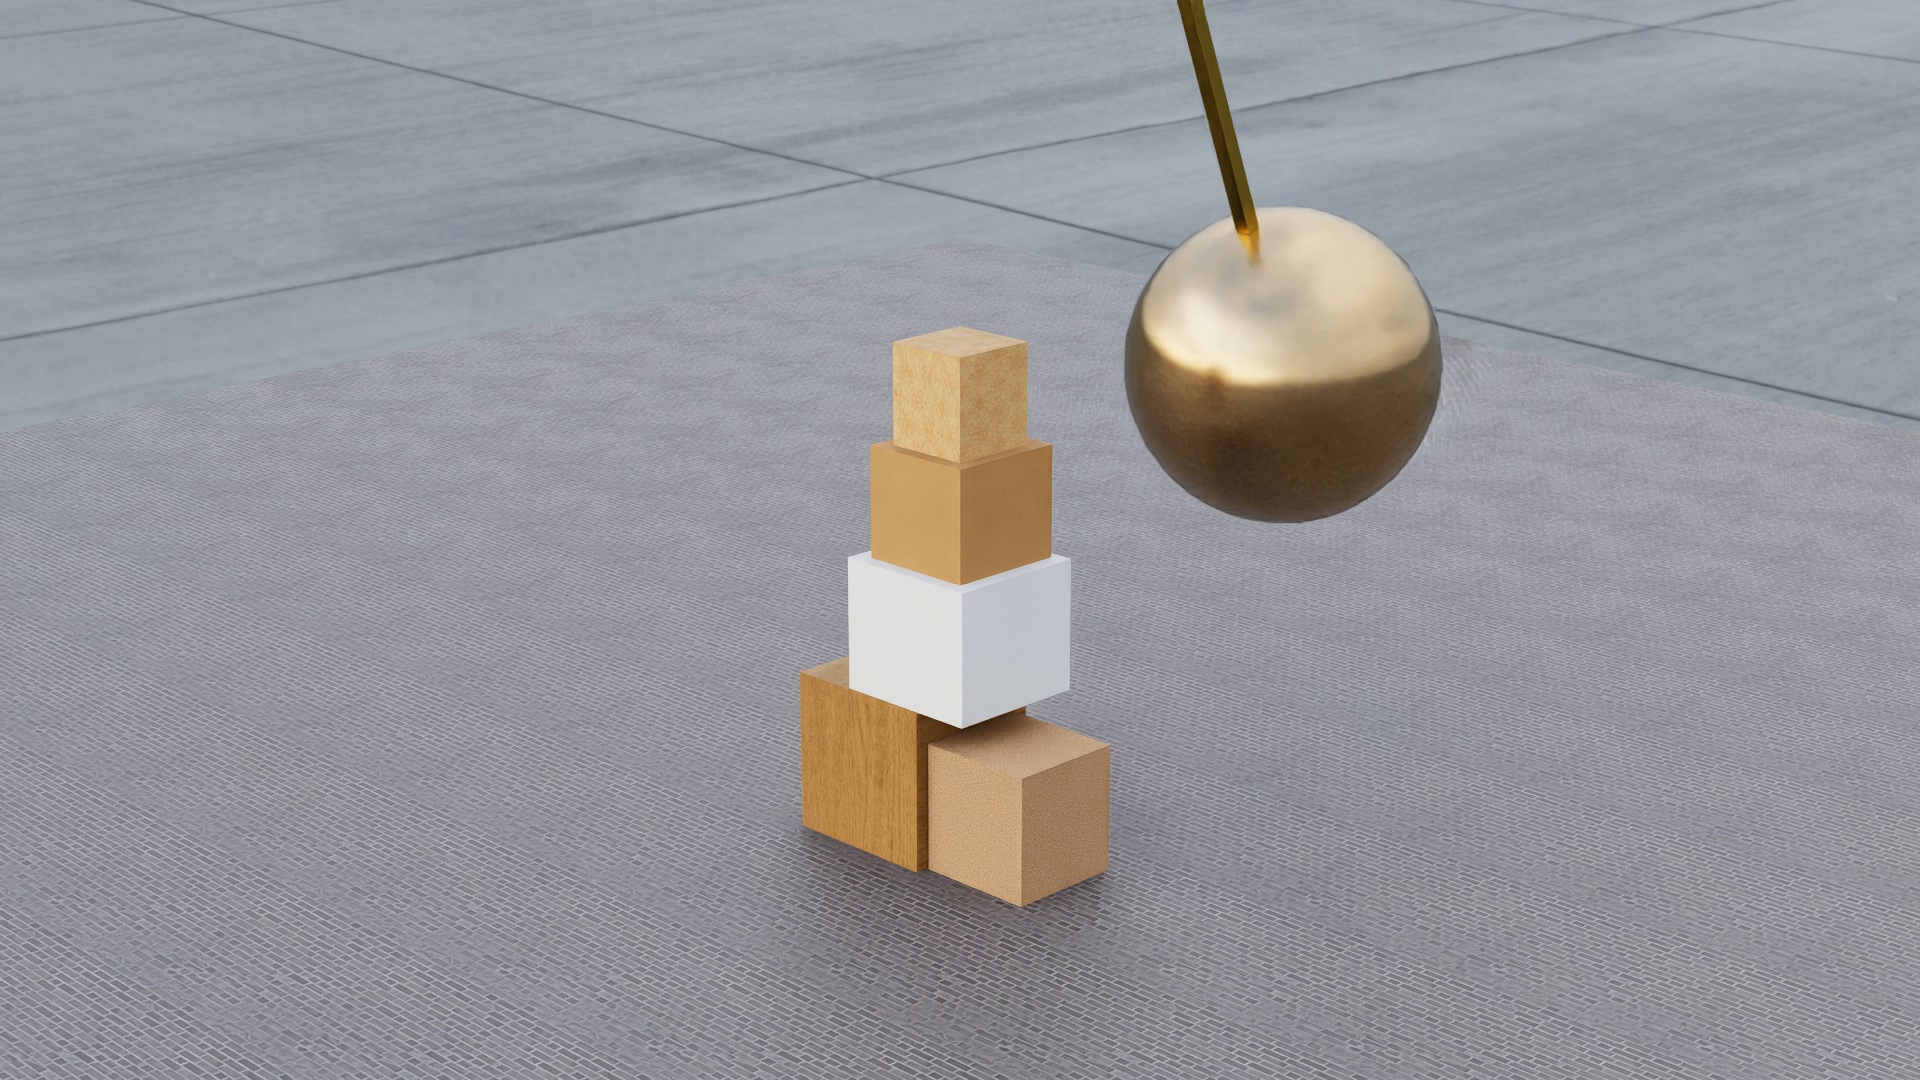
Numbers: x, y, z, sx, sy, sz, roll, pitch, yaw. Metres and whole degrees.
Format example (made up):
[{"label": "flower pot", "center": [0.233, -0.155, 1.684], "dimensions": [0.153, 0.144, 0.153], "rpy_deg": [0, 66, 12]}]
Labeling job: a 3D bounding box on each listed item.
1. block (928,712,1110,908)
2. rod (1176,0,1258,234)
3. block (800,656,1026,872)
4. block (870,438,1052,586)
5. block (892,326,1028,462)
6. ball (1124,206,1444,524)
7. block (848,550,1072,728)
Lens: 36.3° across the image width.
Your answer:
[{"label": "block", "center": [0.269, 1.224, 13.420], "dimensions": [0.579, 0.618, 0.592], "rpy_deg": [-17, 24, -42]}, {"label": "rod", "center": [0.703, -3.601, 12.947], "dimensions": [0.080, 5.200, 0.080], "rpy_deg": [17, 46, 42]}, {"label": "block", "center": [-0.222, 0.998, 13.869], "dimensions": [0.716, 0.779, 0.784], "rpy_deg": [-17, 24, -42]}, {"label": "block", "center": [0.006, -0.175, 13.293], "dimensions": [0.587, 0.535, 0.574], "rpy_deg": [-17, 24, -42]}, {"label": "block", "center": [0.001, -0.656, 13.136], "dimensions": [0.426, 0.477, 0.424], "rpy_deg": [-17, 24, -42]}, {"label": "ball", "center": [1.623, -0.879, 14.766], "dimensions": [1.600, 1.600, 1.600], "rpy_deg": [0, 17, 0]}, {"label": "block", "center": [-0.003, 0.386, 13.460], "dimensions": [0.703, 0.635, 0.735], "rpy_deg": [-17, 24, -42]}]
